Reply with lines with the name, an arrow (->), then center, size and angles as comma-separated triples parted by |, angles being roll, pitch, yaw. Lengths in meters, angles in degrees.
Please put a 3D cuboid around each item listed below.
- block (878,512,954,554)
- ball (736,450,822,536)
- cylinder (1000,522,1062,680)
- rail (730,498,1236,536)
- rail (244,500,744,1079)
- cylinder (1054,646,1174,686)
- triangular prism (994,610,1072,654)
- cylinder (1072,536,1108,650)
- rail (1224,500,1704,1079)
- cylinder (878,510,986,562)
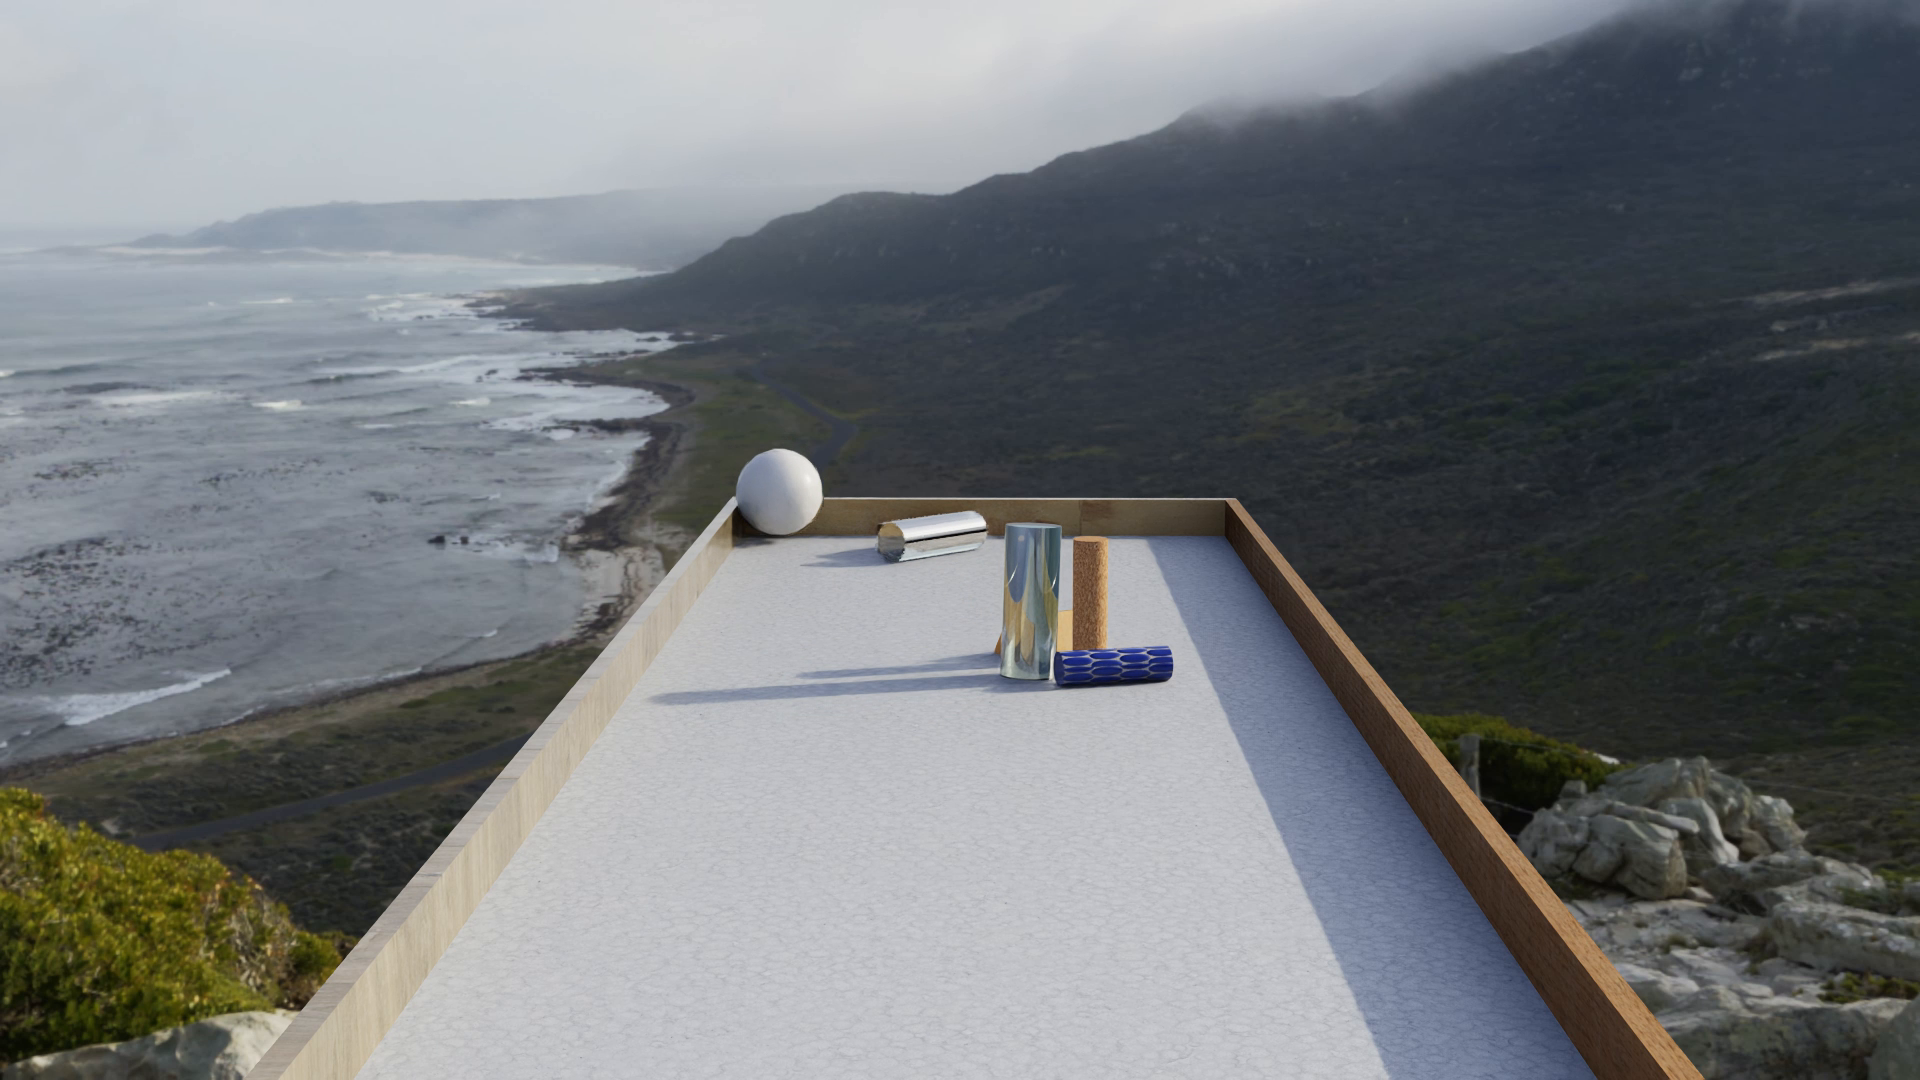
block -> -0.133, -0.024, 8.782 | 0.118, 0.118, 0.423 | 9, 13, 44
ball -> -0.735, -0.194, 8.947 | 0.352, 0.352, 0.352 | 0, 9, 0
cylinder -> 0.207, 0.178, 6.431 | 0.164, 0.445, 0.164 | 2, 6, 0
rail -> 0.099, -0.098, 9.147 | 2.100, 0.150, 0.050 | 0, 9, 1
rail -> -1.004, 0.839, 3.234 | 0.050, 0.150, 12.000 | 0, 9, 1
cylinder -> 0.445, 0.365, 6.384 | 0.333, 0.101, 0.101 | -2, 9, -15
triangular prism -> 0.282, 0.282, 6.829 | 0.330, 0.118, 0.137 | -6, 11, -33
cylinder -> 0.396, 0.180, 6.694 | 0.106, 0.370, 0.106 | 0, 9, 0
rail -> 1.046, 0.843, 3.208 | 0.050, 0.150, 12.000 | 0, 9, 1
cylinder -> -0.106, -0.016, 8.615 | 0.154, 0.154, 0.449 | 9, 13, 44
